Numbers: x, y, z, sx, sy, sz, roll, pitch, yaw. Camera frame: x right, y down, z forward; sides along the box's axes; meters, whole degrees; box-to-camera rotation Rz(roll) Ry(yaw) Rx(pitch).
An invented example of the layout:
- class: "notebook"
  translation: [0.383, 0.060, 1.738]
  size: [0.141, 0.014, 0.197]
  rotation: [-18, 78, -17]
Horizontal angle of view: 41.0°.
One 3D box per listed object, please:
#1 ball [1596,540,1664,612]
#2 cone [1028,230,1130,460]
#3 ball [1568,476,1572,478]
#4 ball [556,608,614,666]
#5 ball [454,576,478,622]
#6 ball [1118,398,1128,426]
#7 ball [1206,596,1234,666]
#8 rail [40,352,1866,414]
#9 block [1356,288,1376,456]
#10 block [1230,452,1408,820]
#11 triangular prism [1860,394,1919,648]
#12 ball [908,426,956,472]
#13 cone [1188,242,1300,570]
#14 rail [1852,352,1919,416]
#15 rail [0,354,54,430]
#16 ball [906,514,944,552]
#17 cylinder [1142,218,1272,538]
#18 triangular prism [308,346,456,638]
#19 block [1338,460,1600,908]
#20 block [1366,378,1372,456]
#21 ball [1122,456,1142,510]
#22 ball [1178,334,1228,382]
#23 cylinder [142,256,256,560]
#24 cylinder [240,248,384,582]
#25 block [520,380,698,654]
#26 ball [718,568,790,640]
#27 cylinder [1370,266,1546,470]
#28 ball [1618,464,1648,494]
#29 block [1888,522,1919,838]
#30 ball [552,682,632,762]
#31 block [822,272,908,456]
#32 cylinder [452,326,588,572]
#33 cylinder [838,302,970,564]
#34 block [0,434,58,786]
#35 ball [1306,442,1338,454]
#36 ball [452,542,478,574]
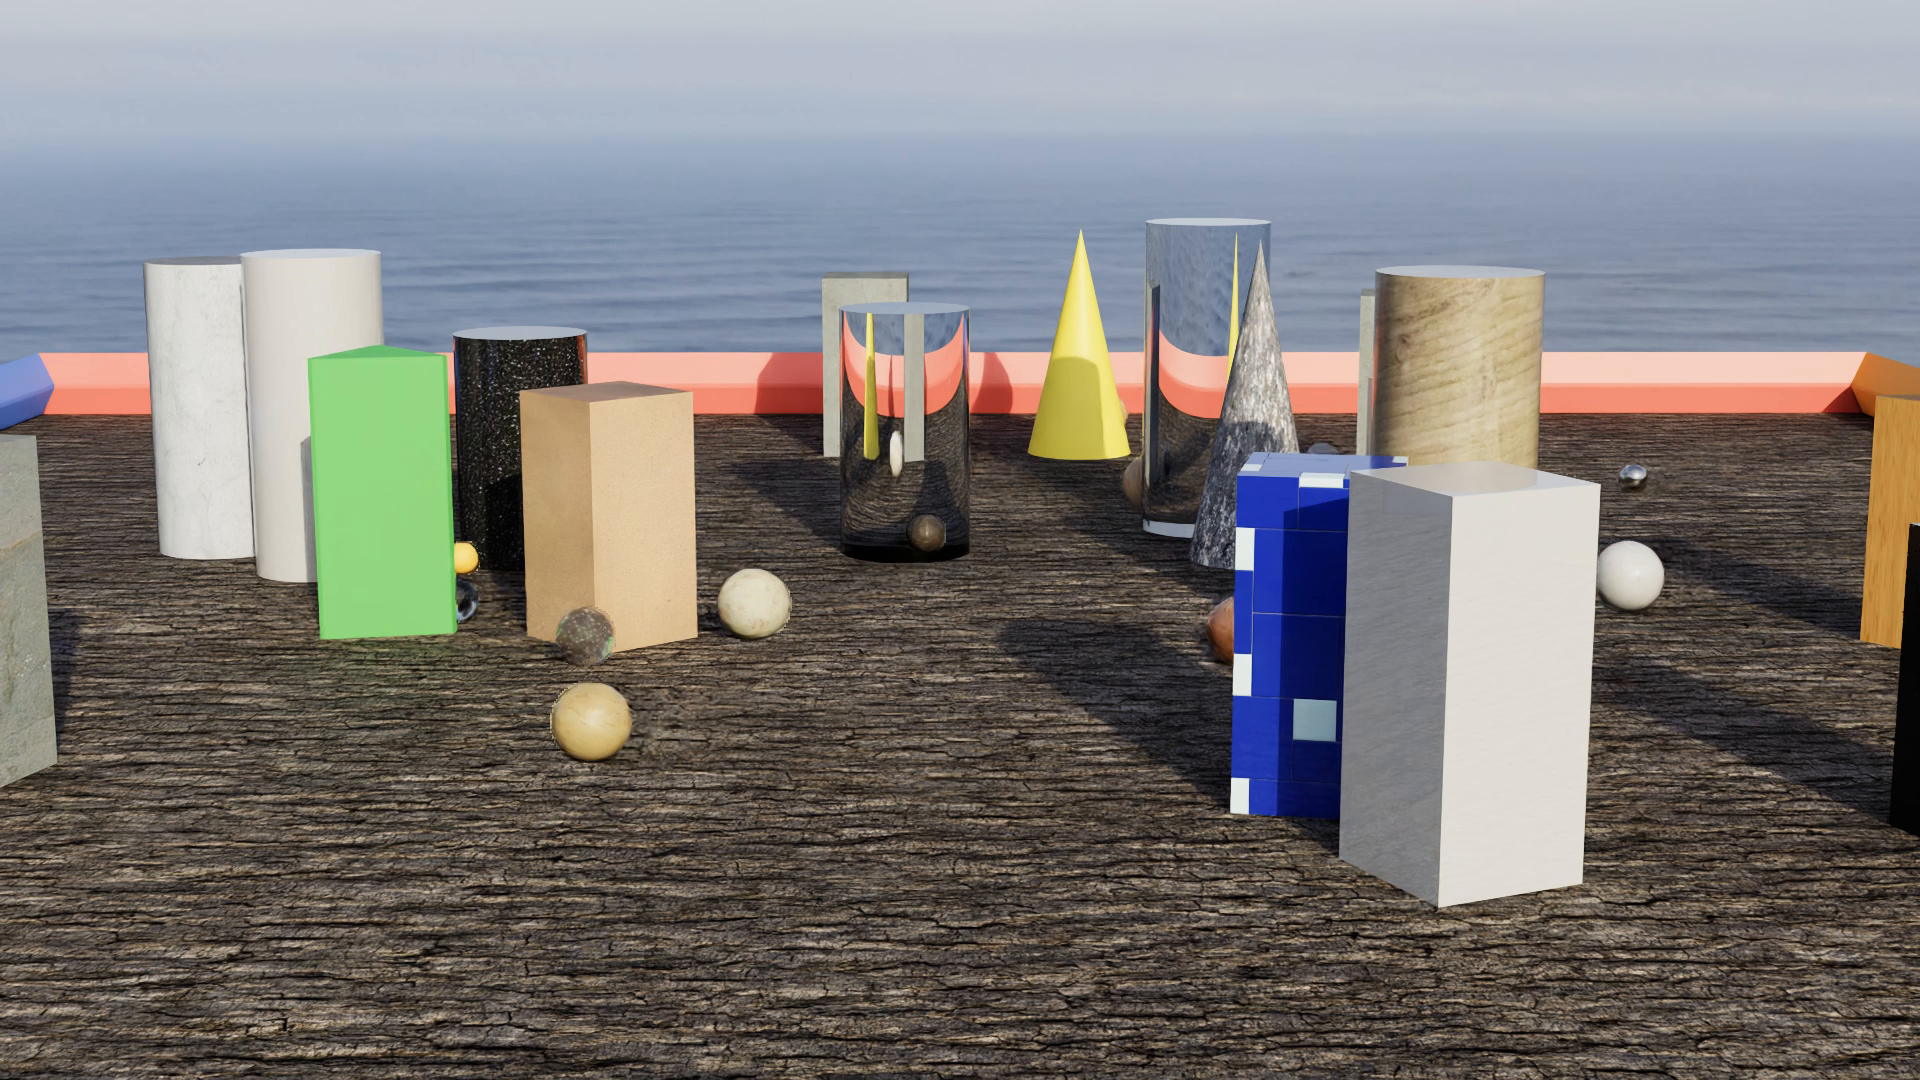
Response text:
- class: "ball"
  translation: [0.899, 0.049, 3.454]
  size: [0.095, 0.095, 0.095]
  rotation: [0, 11, 0]
- class: "cone"
  translation: [0.226, -0.375, 4.844]
  size: [0.195, 0.422, 0.195]
  rotation: [0, 11, 0]
- class: "ball"
  translation: [0.961, -0.061, 4.083]
  size: [0.082, 0.082, 0.082]
  rotation: [0, 11, 0]
- class: "ball"
  translation: [-0.460, 0.118, 3.147]
  size: [0.071, 0.071, 0.071]
  rotation: [0, 11, 0]
- class: "ball"
  translation: [-0.665, 0.078, 3.386]
  size: [0.059, 0.059, 0.059]
  rotation: [0, 11, 0]
- class: "ball"
  translation: [0.287, -0.246, 5.065]
  size: [0.088, 0.088, 0.088]
  rotation: [0, 11, 0]
- class: "ball"
  translation: [0.345, 0.112, 3.136]
  size: [0.088, 0.088, 0.088]
  rotation: [0, 11, 0]
- class: "rail"
  translation: [-0.011, -0.327, 5.390]
  size: [3.852, 0.127, 0.045]
  rotation: [0, 11, 0]
- class: "block"
  translation: [0.757, -0.248, 4.366]
  size: [0.156, 0.346, 0.156]
  rotation: [2, 11, 9]
- class: "block"
  translation: [0.359, 0.092, 2.558]
  size: [0.156, 0.337, 0.156]
  rotation: [2, 11, 12]
- class: "triangular prism"
  translation: [1.263, -0.023, 3.237]
  size: [0.147, 0.315, 0.169]
  rotation: [-7, 13, -35]
- class: "ball"
  translation: [-0.050, -0.164, 4.630]
  size: [0.085, 0.085, 0.085]
  rotation: [0, 11, 0]
- class: "cone"
  translation: [0.439, -0.206, 3.790]
  size: [0.195, 0.475, 0.195]
  rotation: [0, 11, 0]
- class: "rail"
  translation: [1.902, 0.031, 3.460]
  size: [0.045, 0.127, 3.996]
  rotation: [0, 11, 0]
- class: "rail"
  translation: [-1.902, 0.035, 3.438]
  size: [0.045, 0.127, 3.996]
  rotation: [0, 11, 0]
- class: "ball"
  translation: [-0.050, -0.009, 3.760]
  size: [0.057, 0.057, 0.057]
  rotation: [0, 11, 0]
- class: "cylinder"
  translation: [0.387, -0.258, 4.044]
  size: [0.195, 0.484, 0.195]
  rotation: [0, 11, 0]
- class: "triangular prism"
  translation: [-0.754, -0.067, 3.351]
  size: [0.169, 0.361, 0.147]
  rotation: [-2, 11, -12]
- class: "block"
  translation: [0.456, 0.124, 2.314]
  size: [0.156, 0.364, 0.156]
  rotation: [-5, 12, -25]
- class: "block"
  translation: [0.716, -0.107, 3.829]
  size: [0.156, 0.265, 0.156]
  rotation: [-5, 12, -27]
- class: "ball"
  translation: [0.316, -0.093, 4.214]
  size: [0.098, 0.098, 0.098]
  rotation: [0, 11, 0]
- class: "ball"
  translation: [0.463, -0.347, 4.894]
  size: [0.095, 0.095, 0.095]
  rotation: [0, 11, 0]
- class: "cylinder"
  translation: [-1.122, -0.204, 3.881]
  size: [0.195, 0.437, 0.195]
  rotation: [0, 11, 0]
- class: "cylinder"
  translation: [-0.928, -0.183, 3.707]
  size: [0.195, 0.460, 0.195]
  rotation: [0, 11, 0]
- class: "block"
  translation: [-0.449, -0.032, 3.281]
  size: [0.156, 0.318, 0.156]
  rotation: [-9, 14, -41]
- class: "ball"
  translation: [-0.264, 0.082, 3.284]
  size: [0.092, 0.092, 0.092]
  rotation: [0, 11, 0]
- class: "cylinder"
  translation: [0.585, -0.074, 3.044]
  size: [0.195, 0.487, 0.195]
  rotation: [0, 11, 0]
- class: "ball"
  translation: [1.157, -0.105, 4.408]
  size: [0.050, 0.050, 0.050]
  rotation: [0, 11, 0]
- class: "block"
  translation: [1.001, 0.139, 2.415]
  size: [0.156, 0.297, 0.156]
  rotation: [-4, 11, -18]
- class: "ball"
  translation: [-0.389, 0.192, 2.712]
  size: [0.084, 0.084, 0.084]
  rotation: [0, 11, 0]
- class: "block"
  translation: [-0.177, -0.336, 4.872]
  size: [0.156, 0.334, 0.156]
  rotation: [0, 11, 1]
- class: "cylinder"
  translation: [-0.646, -0.138, 3.799]
  size: [0.195, 0.338, 0.195]
  rotation: [0, 11, 0]
- class: "cylinder"
  translation: [-0.083, -0.165, 3.856]
  size: [0.195, 0.368, 0.195]
  rotation: [0, 11, 0]
- class: "block"
  translation: [-1.050, 0.074, 2.625]
  size: [0.156, 0.349, 0.156]
  rotation: [3, 11, 16]
- class: "ball"
  translation: [0.645, -0.142, 4.571]
  size: [0.064, 0.064, 0.064]
  rotation: [0, 11, 0]
- class: "ball"
  translation: [-0.720, 0.026, 3.708]
  size: [0.047, 0.047, 0.047]
  rotation: [0, 11, 0]
